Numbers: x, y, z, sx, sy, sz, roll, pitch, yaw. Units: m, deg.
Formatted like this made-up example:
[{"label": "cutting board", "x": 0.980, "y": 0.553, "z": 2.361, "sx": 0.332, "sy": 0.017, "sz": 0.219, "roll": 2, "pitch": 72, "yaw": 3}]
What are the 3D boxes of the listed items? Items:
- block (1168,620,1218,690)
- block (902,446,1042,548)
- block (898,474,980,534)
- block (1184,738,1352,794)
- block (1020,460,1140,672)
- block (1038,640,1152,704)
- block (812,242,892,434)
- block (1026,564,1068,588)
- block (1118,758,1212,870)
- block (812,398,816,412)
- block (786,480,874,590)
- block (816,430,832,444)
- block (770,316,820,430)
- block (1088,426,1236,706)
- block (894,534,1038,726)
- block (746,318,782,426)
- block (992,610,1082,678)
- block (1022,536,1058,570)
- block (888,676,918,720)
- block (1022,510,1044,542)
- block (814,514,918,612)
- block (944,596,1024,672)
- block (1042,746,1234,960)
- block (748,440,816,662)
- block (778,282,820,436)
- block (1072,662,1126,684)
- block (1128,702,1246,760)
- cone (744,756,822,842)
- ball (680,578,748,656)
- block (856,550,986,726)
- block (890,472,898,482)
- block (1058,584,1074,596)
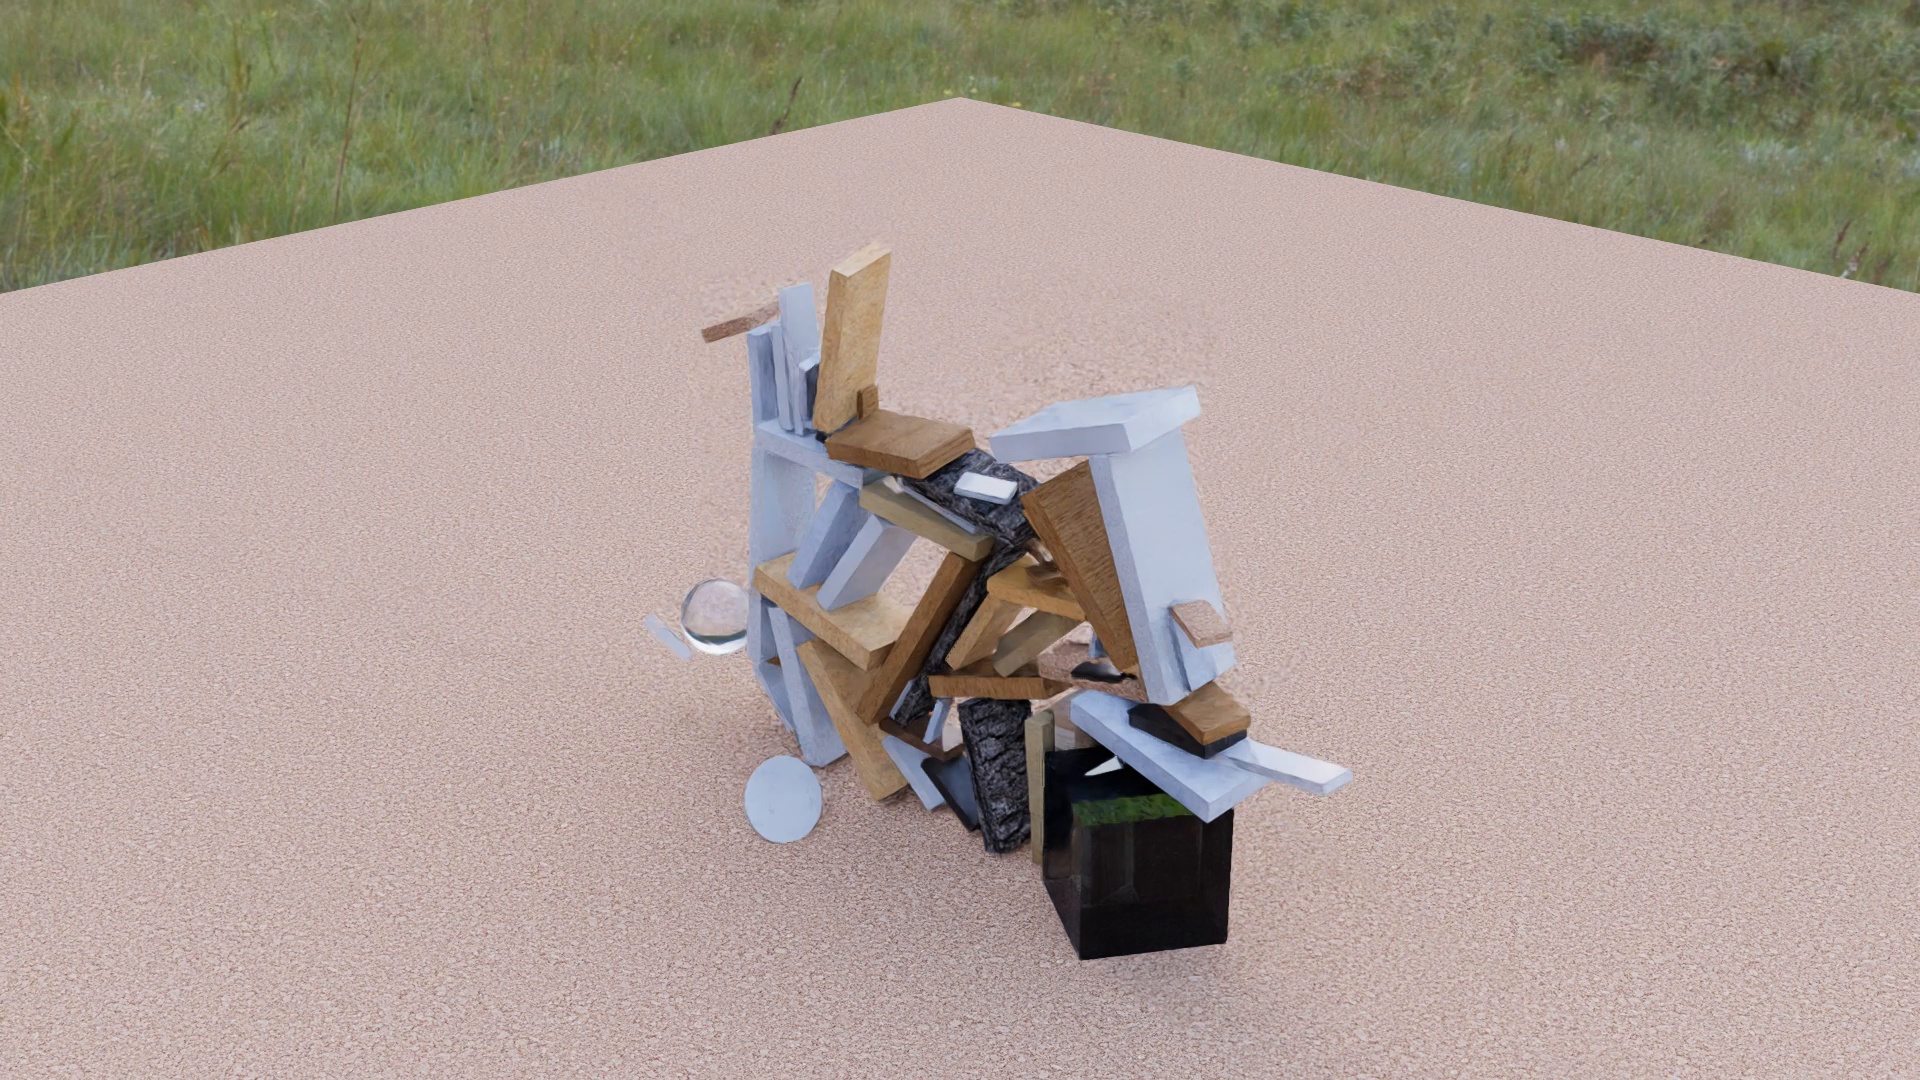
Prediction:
[{"label": "block", "x": 0.411, "y": 0.193, "z": 3.869, "sx": 0.065, "sy": 0.130, "sz": 0.018, "roll": -25, "pitch": 20, "yaw": -28}, {"label": "block", "x": 0.043, "y": -0.094, "z": 4.114, "sx": 0.283, "sy": 0.040, "sz": 0.141, "roll": 30, "pitch": 48, "yaw": 32}, {"label": "block", "x": -0.015, "y": -0.090, "z": 4.215, "sx": 0.194, "sy": 0.027, "sz": 0.097, "roll": 33, "pitch": 49, "yaw": 26}, {"label": "block", "x": 0.529, "y": 0.382, "z": 3.820, "sx": 0.065, "sy": 0.018, "sz": 0.360, "roll": -23, "pitch": 19, "yaw": -30}, {"label": "block", "x": 0.273, "y": 0.036, "z": 3.962, "sx": 0.180, "sy": 0.359, "sz": 0.051, "roll": -29, "pitch": 0, "yaw": -31}, {"label": "block", "x": 0.280, "y": 0.245, "z": 4.099, "sx": 0.257, "sy": 0.029, "sz": 0.101, "roll": 12, "pitch": 32, "yaw": 37}, {"label": "block", "x": -0.208, "y": -0.385, "z": 4.222, "sx": 0.040, "sy": 0.356, "sz": 0.141, "roll": 28, "pitch": 40, "yaw": 22}, {"label": "block", "x": 0.163, "y": 0.065, "z": 4.088, "sx": 0.055, "sy": 0.016, "sz": 0.111, "roll": -12, "pitch": 15, "yaw": -10}, {"label": "block", "x": 0.397, "y": 0.456, "z": 4.231, "sx": 0.176, "sy": 0.353, "sz": 0.050, "roll": -5, "pitch": 20, "yaw": -11}, {"label": "block", "x": -0.246, "y": -0.323, "z": 4.317, "sx": 0.021, "sy": 0.150, "sz": 0.075, "roll": 29, "pitch": 36, "yaw": 17}, {"label": "block", "x": -0.241, "y": -0.027, "z": 4.462, "sx": 0.144, "sy": 0.289, "sz": 0.041, "roll": -21, "pitch": 61, "yaw": -43}, {"label": "block", "x": -0.219, "y": -0.196, "z": 4.379, "sx": 0.126, "sy": 0.018, "sz": 0.063, "roll": 22, "pitch": 30, "yaw": 31}, {"label": "block", "x": -0.324, "y": -0.337, "z": 4.420, "sx": 0.030, "sy": 0.211, "sz": 0.105, "roll": 8, "pitch": 20, "yaw": 39}, {"label": "block", "x": 0.359, "y": 0.040, "z": 3.861, "sx": 0.180, "sy": 0.470, "sz": 0.051, "roll": -28, "pitch": 22, "yaw": -35}, {"label": "block", "x": 0.020, "y": 0.152, "z": 4.323, "sx": 0.027, "sy": 0.598, "sz": 0.097, "roll": 45, "pitch": 41, "yaw": 19}, {"label": "block", "x": -0.374, "y": -0.114, "z": 4.615, "sx": 0.105, "sy": 0.739, "sz": 0.030, "roll": -28, "pitch": 40, "yaw": -37}, {"label": "block", "x": 0.168, "y": 0.162, "z": 4.210, "sx": 0.237, "sy": 0.034, "sz": 0.118, "roll": -37, "pitch": 15, "yaw": 22}, {"label": "block", "x": 0.165, "y": 0.021, "z": 4.124, "sx": 0.055, "sy": 0.016, "sz": 0.111, "roll": -11, "pitch": 26, "yaw": -19}, {"label": "block", "x": -0.103, "y": 0.318, "z": 4.480, "sx": 0.015, "sy": 0.108, "sz": 0.054, "roll": 45, "pitch": 41, "yaw": 19}, {"label": "block", "x": 0.224, "y": 0.061, "z": 3.992, "sx": 0.053, "sy": 0.311, "sz": 0.015, "roll": -32, "pitch": -6, "yaw": -29}, {"label": "block", "x": -0.171, "y": 0.029, "z": 4.406, "sx": 0.143, "sy": 0.285, "sz": 0.040, "roll": -20, "pitch": 66, "yaw": -42}, {"label": "block", "x": 0.067, "y": 0.153, "z": 4.316, "sx": 0.034, "sy": 0.237, "sz": 0.118, "roll": 46, "pitch": 39, "yaw": 17}, {"label": "block", "x": 0.323, "y": 0.567, "z": 4.067, "sx": 0.279, "sy": 0.279, "sz": 0.279, "roll": -5, "pitch": 23, "yaw": -11}, {"label": "block", "x": -0.376, "y": 0.009, "z": 4.626, "sx": 0.041, "sy": 0.506, "sz": 0.144, "roll": 26, "pitch": 34, "yaw": 37}, {"label": "block", "x": -0.312, "y": -0.361, "z": 4.385, "sx": 0.021, "sy": 0.294, "sz": 0.075, "roll": 10, "pitch": 24, "yaw": 40}, {"label": "block", "x": 0.260, "y": 0.245, "z": 4.055, "sx": 0.098, "sy": 0.014, "sz": 0.049, "roll": 4, "pitch": 21, "yaw": 33}, {"label": "block", "x": 0.407, "y": 0.330, "z": 3.949, "sx": 0.101, "sy": 0.029, "sz": 0.202, "roll": -24, "pitch": 28, "yaw": -31}, {"label": "cone", "x": -0.394, "y": 0.525, "z": 4.426, "sx": 0.171, "sy": 0.171, "sz": 0.171, "roll": -16, "pitch": 1, "yaw": -33}, {"label": "ball", "x": -0.531, "y": 0.169, "z": 4.841, "sx": 0.170, "sy": 0.170, "sz": 0.170, "roll": 0, "pitch": 23, "yaw": 0}, {"label": "block", "x": -0.059, "y": 0.179, "z": 4.365, "sx": 0.040, "sy": 0.488, "sz": 0.143, "roll": 45, "pitch": 41, "yaw": 18}, {"label": "block", "x": -0.120, "y": -0.147, "z": 4.288, "sx": 0.048, "sy": 0.095, "sz": 0.014, "roll": -35, "pitch": -1, "yaw": -39}, {"label": "block", "x": 0.236, "y": 0.090, "z": 4.048, "sx": 0.098, "sy": 0.014, "sz": 0.049, "roll": 19, "pitch": 36, "yaw": 36}]
